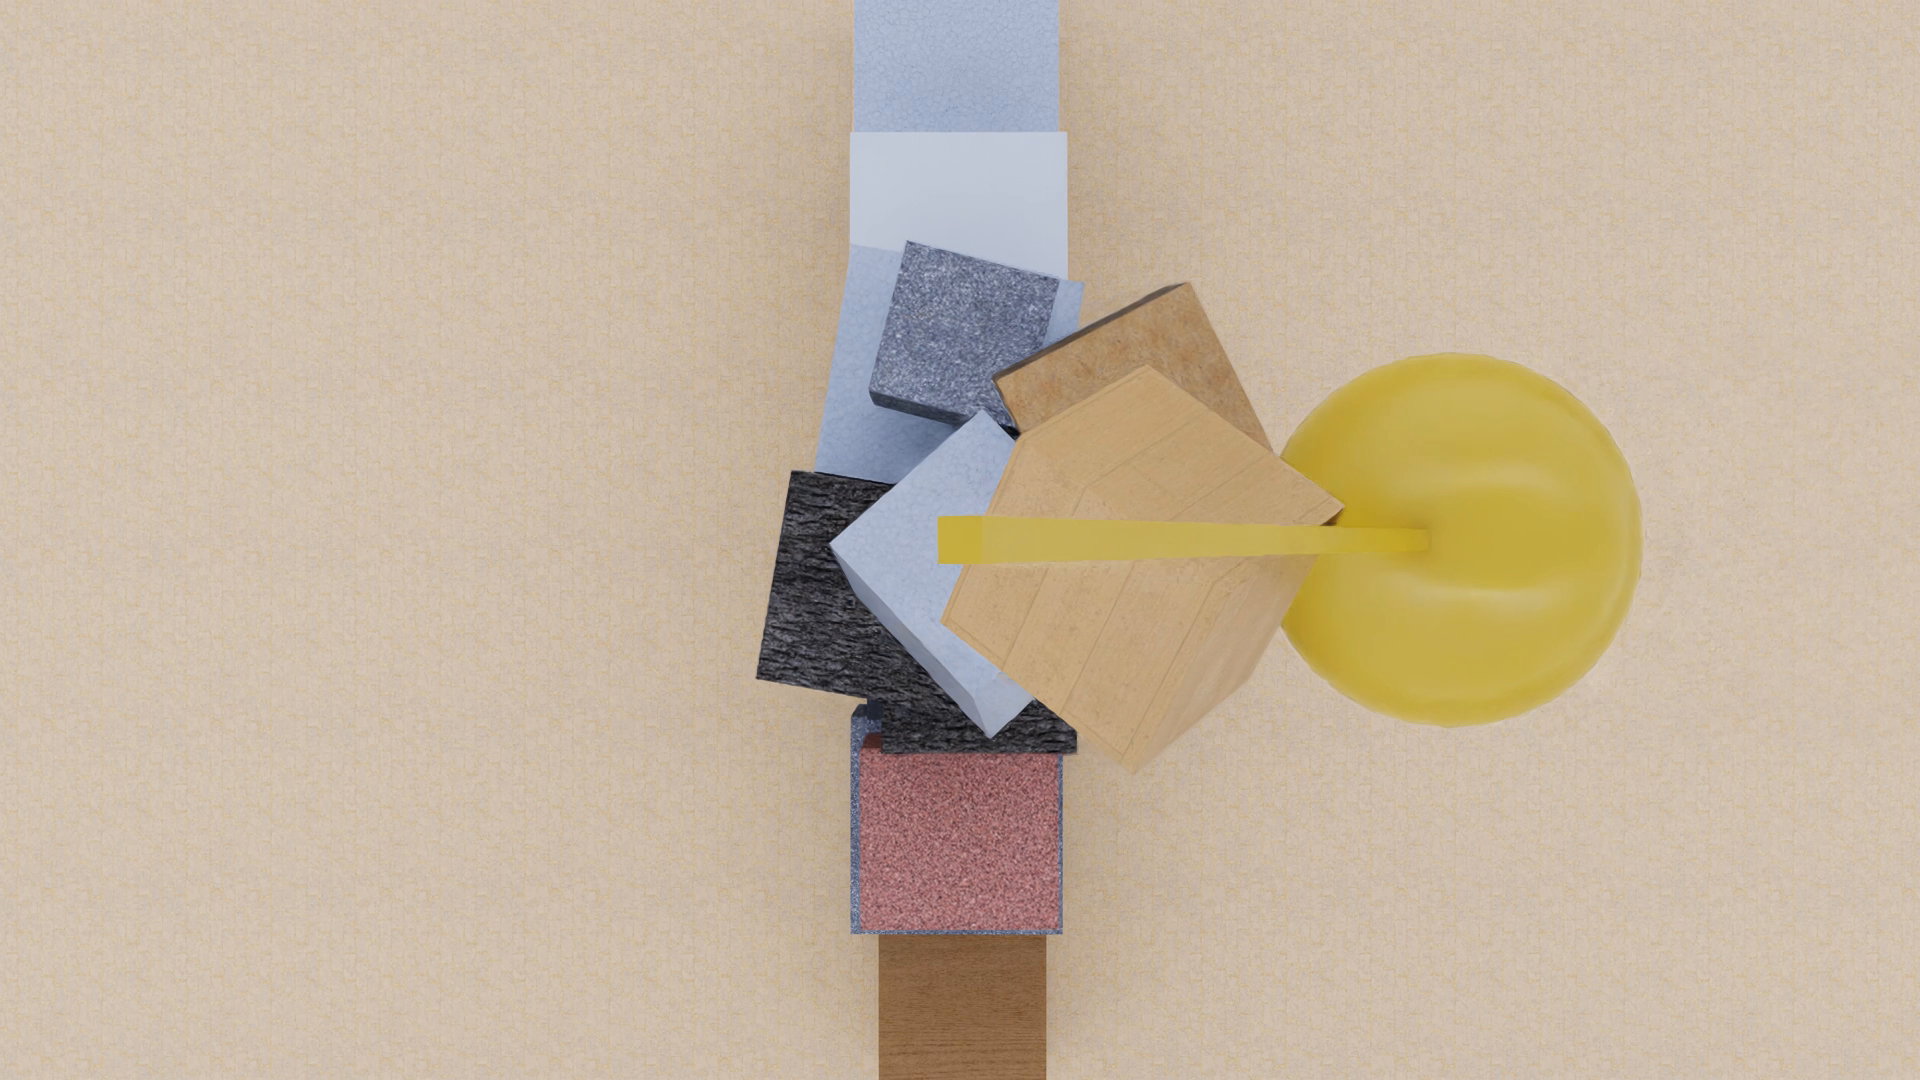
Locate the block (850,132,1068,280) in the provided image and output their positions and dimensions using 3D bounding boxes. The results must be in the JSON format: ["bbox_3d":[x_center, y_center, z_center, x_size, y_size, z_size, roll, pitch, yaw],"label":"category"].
[{"bbox_3d":[-0.006,-1.471,11.457,1.076,1.165,1.050,0,87,0],"label":"block"}]

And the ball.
[{"bbox_3d":[2.077,0.000,9.363,1.600,1.600,1.600,0,90,0],"label":"ball"}]

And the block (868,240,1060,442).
[{"bbox_3d":[0.017,-0.856,9.623,0.669,0.661,0.656,14,88,0],"label":"block"}]

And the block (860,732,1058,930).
[{"bbox_3d":[-0.004,1.511,11.563,1.001,0.913,0.915,0,90,0],"label":"block"}]

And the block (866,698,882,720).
[{"bbox_3d":[0.075,0.394,12.426,1.163,1.148,1.144,0,90,0],"label":"block"}]

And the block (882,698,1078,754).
[{"bbox_3d":[0.094,0.550,11.334,0.961,1.033,0.998,0,90,0],"label":"block"}]

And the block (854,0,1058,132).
[{"bbox_3d":[-0.020,-2.552,12.491,1.115,1.018,1.077,0,90,0],"label":"block"}]

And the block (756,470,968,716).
[{"bbox_3d":[-0.297,0.259,10.336,0.987,0.780,0.970,9,88,12],"label":"block"}]

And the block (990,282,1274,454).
[{"bbox_3d":[0.631,-0.484,8.372,0.781,0.835,0.694,-27,95,2],"label":"block"}]

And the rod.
[{"bbox_3d":[0.900,0.000,6.173,0.080,5.200,0.080,0,90,20],"label":"rod"}]

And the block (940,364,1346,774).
[{"bbox_3d":[0.590,0.081,7.206,0.829,0.761,0.807,38,130,19],"label":"block"}]

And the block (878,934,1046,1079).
[{"bbox_3d":[0.014,2.627,12.590,0.929,0.820,0.925,0,90,0],"label":"block"}]

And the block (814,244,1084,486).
[{"bbox_3d":[-0.048,-0.723,10.395,1.071,0.892,1.045,9,88,0],"label":"block"}]

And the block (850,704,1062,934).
[{"bbox_3d":[-0.018,1.562,12.510,1.160,0.981,1.188,0,90,0],"label":"block"}]

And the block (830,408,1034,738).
[{"bbox_3d":[0.112,0.158,9.331,0.853,0.775,0.888,-42,73,-7],"label":"block"}]
